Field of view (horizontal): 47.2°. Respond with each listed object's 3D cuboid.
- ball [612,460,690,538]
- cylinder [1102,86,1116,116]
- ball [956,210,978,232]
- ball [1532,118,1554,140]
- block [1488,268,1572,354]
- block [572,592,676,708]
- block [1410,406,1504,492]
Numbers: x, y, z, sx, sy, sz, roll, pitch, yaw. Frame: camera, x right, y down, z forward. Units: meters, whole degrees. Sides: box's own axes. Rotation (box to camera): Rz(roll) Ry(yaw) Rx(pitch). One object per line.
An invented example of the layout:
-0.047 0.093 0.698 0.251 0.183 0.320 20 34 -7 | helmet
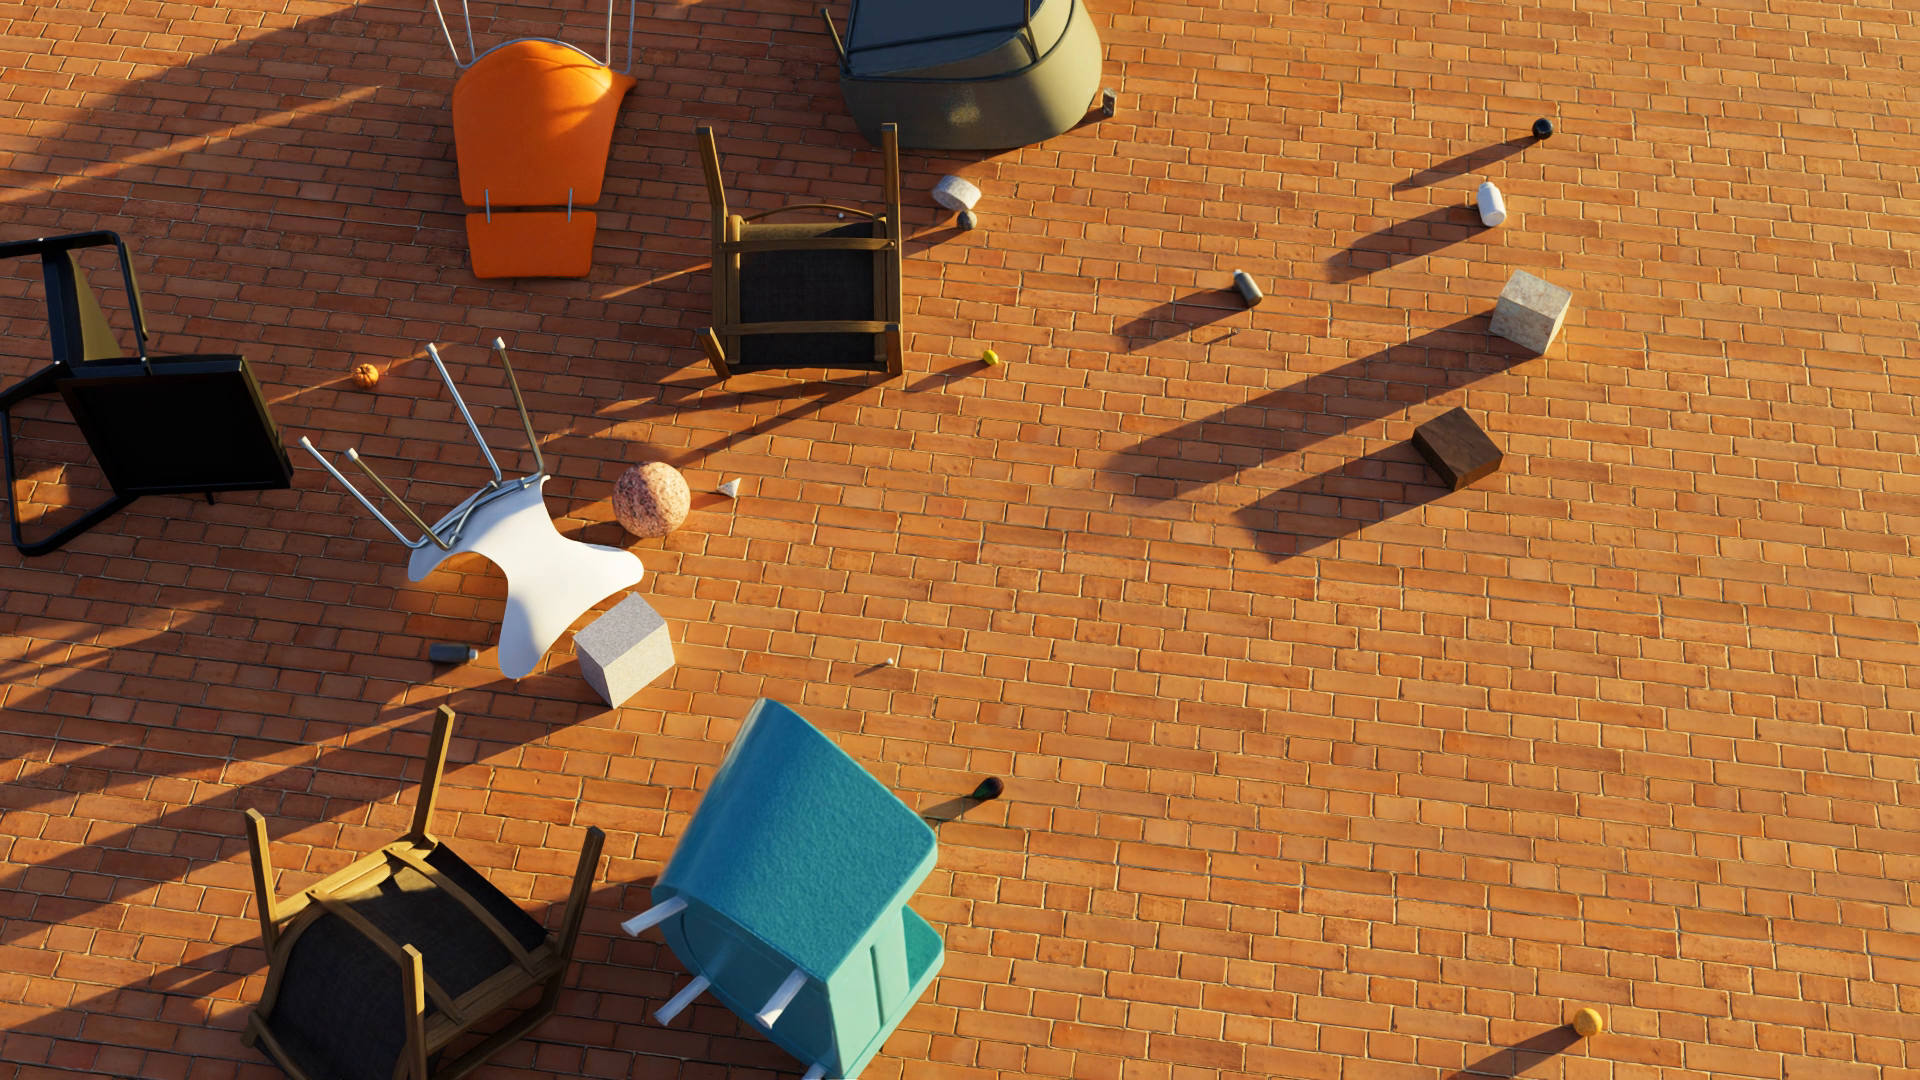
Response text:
-0.915 -0.120 6.516 0.230 0.230 0.230 0 56 0 | ball
0.511 -1.500 7.525 0.034 0.092 0.060 -30 61 -18 | cylinder
0.022 -1.051 7.238 0.067 0.067 0.067 0 56 0 | ball
1.979 -1.395 7.465 0.075 0.075 0.075 0 56 0 | ball
1.803 -0.722 6.953 0.191 0.174 0.130 27 60 17 | block
-0.950 0.313 6.228 0.223 0.226 0.141 -38 64 -22 | block
1.517 -0.278 6.714 0.173 0.078 0.216 -26 60 -16 | block
